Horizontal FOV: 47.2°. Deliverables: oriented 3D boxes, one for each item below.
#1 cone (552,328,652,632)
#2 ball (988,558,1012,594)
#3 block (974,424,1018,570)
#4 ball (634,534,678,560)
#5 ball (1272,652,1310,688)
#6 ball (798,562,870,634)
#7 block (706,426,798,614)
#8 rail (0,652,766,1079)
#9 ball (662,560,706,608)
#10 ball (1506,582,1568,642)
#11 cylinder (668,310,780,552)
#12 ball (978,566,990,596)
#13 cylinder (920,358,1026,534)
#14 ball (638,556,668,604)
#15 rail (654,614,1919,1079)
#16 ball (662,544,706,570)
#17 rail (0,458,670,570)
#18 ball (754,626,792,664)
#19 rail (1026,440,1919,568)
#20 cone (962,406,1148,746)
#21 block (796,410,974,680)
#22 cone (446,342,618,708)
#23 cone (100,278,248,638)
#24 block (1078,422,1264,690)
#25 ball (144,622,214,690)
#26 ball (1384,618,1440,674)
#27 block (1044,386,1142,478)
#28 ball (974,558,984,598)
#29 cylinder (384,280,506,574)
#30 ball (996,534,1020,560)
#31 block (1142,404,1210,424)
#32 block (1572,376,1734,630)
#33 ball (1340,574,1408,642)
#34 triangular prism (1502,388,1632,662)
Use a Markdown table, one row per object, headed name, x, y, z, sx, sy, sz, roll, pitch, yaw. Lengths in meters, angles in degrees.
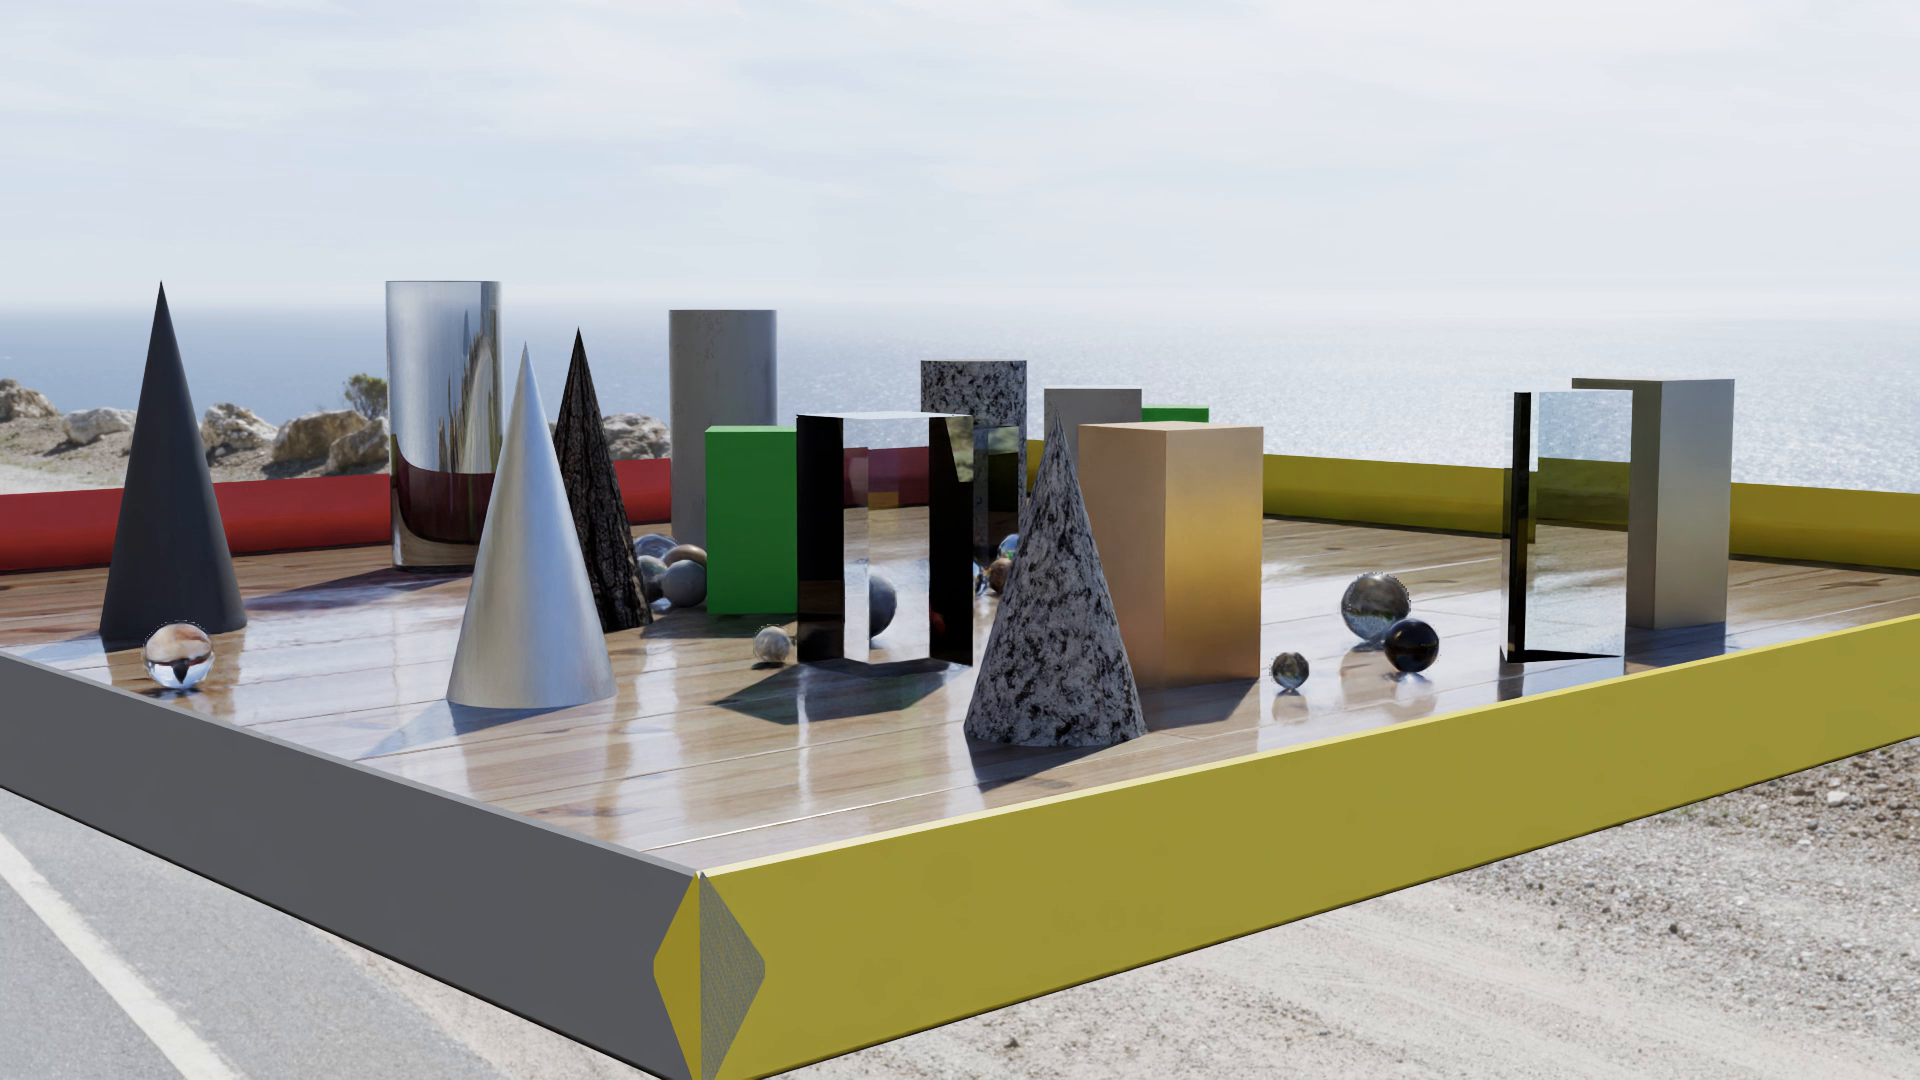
| name | x | y | z | sx | sy | sz | roll | pitch | yaw |
| --- | --- | --- | --- | --- | --- | --- | --- | --- | --- |
| cone | -0.539 | -0.093 | 3.129 | 0.198 | 0.424 | 0.198 | 0 | 6 | 0 |
| ball | 0.069 | 0.057 | 3.466 | 0.056 | 0.056 | 0.056 | 0 | 6 | 0 |
| block | -0.007 | -0.074 | 3.817 | 0.158 | 0.244 | 0.158 | 4 | 7 | 32 |
| ball | -0.485 | 0.036 | 3.489 | 0.092 | 0.092 | 0.092 | 0 | 6 | 0 |
| ball | 0.390 | 0.154 | 2.597 | 0.044 | 0.044 | 0.044 | 0 | 6 | 0 |
| ball | -0.175 | 0.081 | 3.033 | 0.099 | 0.099 | 0.099 | 0 | 6 | 0 |
| block | -0.298 | -0.033 | 3.311 | 0.158 | 0.268 | 0.158 | 0 | 6 | -3 |
| rail | -1.109 | 0.140 | 2.314 | 0.045 | 0.129 | 2.891 | -5 | 8 | -42 |
| ball | -0.412 | 0.066 | 3.301 | 0.072 | 0.072 | 0.072 | 0 | 6 | 0 |
| ball | 0.779 | 0.096 | 2.968 | 0.081 | 0.081 | 0.081 | 0 | 6 | 0 |
| cylinder | -0.429 | -0.196 | 4.009 | 0.198 | 0.446 | 0.198 | 0 | 6 | 0 |
| ball | 0.022 | 0.063 | 3.443 | 0.049 | 0.049 | 0.049 | 0 | 6 | 0 |
| cylinder | 0.026 | -0.159 | 4.105 | 0.198 | 0.353 | 0.198 | 0 | 6 | 0 |
| ball | -0.477 | 0.060 | 3.352 | 0.073 | 0.073 | 0.073 | 0 | 6 | 0 |
| rail | 0.964 | 0.142 | 2.293 | 3.066 | 0.129 | 0.045 | -5 | 8 | -42 |
| ball | -0.422 | 0.049 | 3.407 | 0.084 | 0.084 | 0.084 | 0 | 6 | 0 |
| rail | -0.964 | -0.075 | 4.371 | 3.066 | 0.129 | 0.045 | -5 | 8 | -42 |
| ball | -0.236 | 0.133 | 2.784 | 0.047 | 0.047 | 0.047 | 0 | 6 | 0 |
| rail | 1.109 | -0.073 | 4.350 | 0.045 | 0.129 | 2.891 | -5 | 8 | -42 |
| cone | 0.102 | 0.030 | 2.333 | 0.198 | 0.345 | 0.198 | 0 | 6 | 0 |
| block | -0.094 | 0.001 | 2.757 | 0.158 | 0.315 | 0.158 | -4 | 7 | -37 |
| cone | -0.499 | -0.026 | 2.546 | 0.198 | 0.412 | 0.198 | 0 | 6 | 0 |
| cone | -1.107 | -0.120 | 3.071 | 0.198 | 0.490 | 0.198 | 0 | 6 | 0 |
| block | 0.255 | 0.013 | 2.684 | 0.158 | 0.306 | 0.158 | -4 | 7 | -37 |
| ball | -0.920 | 0.137 | 2.593 | 0.078 | 0.078 | 0.078 | 0 | 6 | 0 |
| ball | 0.556 | 0.130 | 2.709 | 0.068 | 0.068 | 0.068 | 0 | 6 | 0 |
| block | 0.222 | -0.096 | 3.662 | 0.158 | 0.319 | 0.158 | 0 | 6 | 4 |
| ball | -0.009 | 0.057 | 3.312 | 0.088 | 0.088 | 0.088 | 0 | 6 | 0 |
| cylinder | -0.887 | -0.199 | 3.805 | 0.198 | 0.494 | 0.198 | 0 | 6 | 0 |
| ball | 0.099 | 0.026 | 3.671 | 0.075 | 0.075 | 0.075 | 0 | 6 | 0 |
| block | 0.388 | -0.119 | 4.144 | 0.158 | 0.266 | 0.158 | 1 | 6 | 7 |
| block | 0.991 | -0.058 | 3.163 | 0.158 | 0.348 | 0.158 | -4 | 7 | -34 |
| ball | 0.560 | 0.091 | 2.971 | 0.091 | 0.091 | 0.091 | 0 | 6 | 0 |
| triangular prism | 0.754 | -0.025 | 2.868 | 0.172 | 0.343 | 0.149 | -2 | 6 | -19 |
